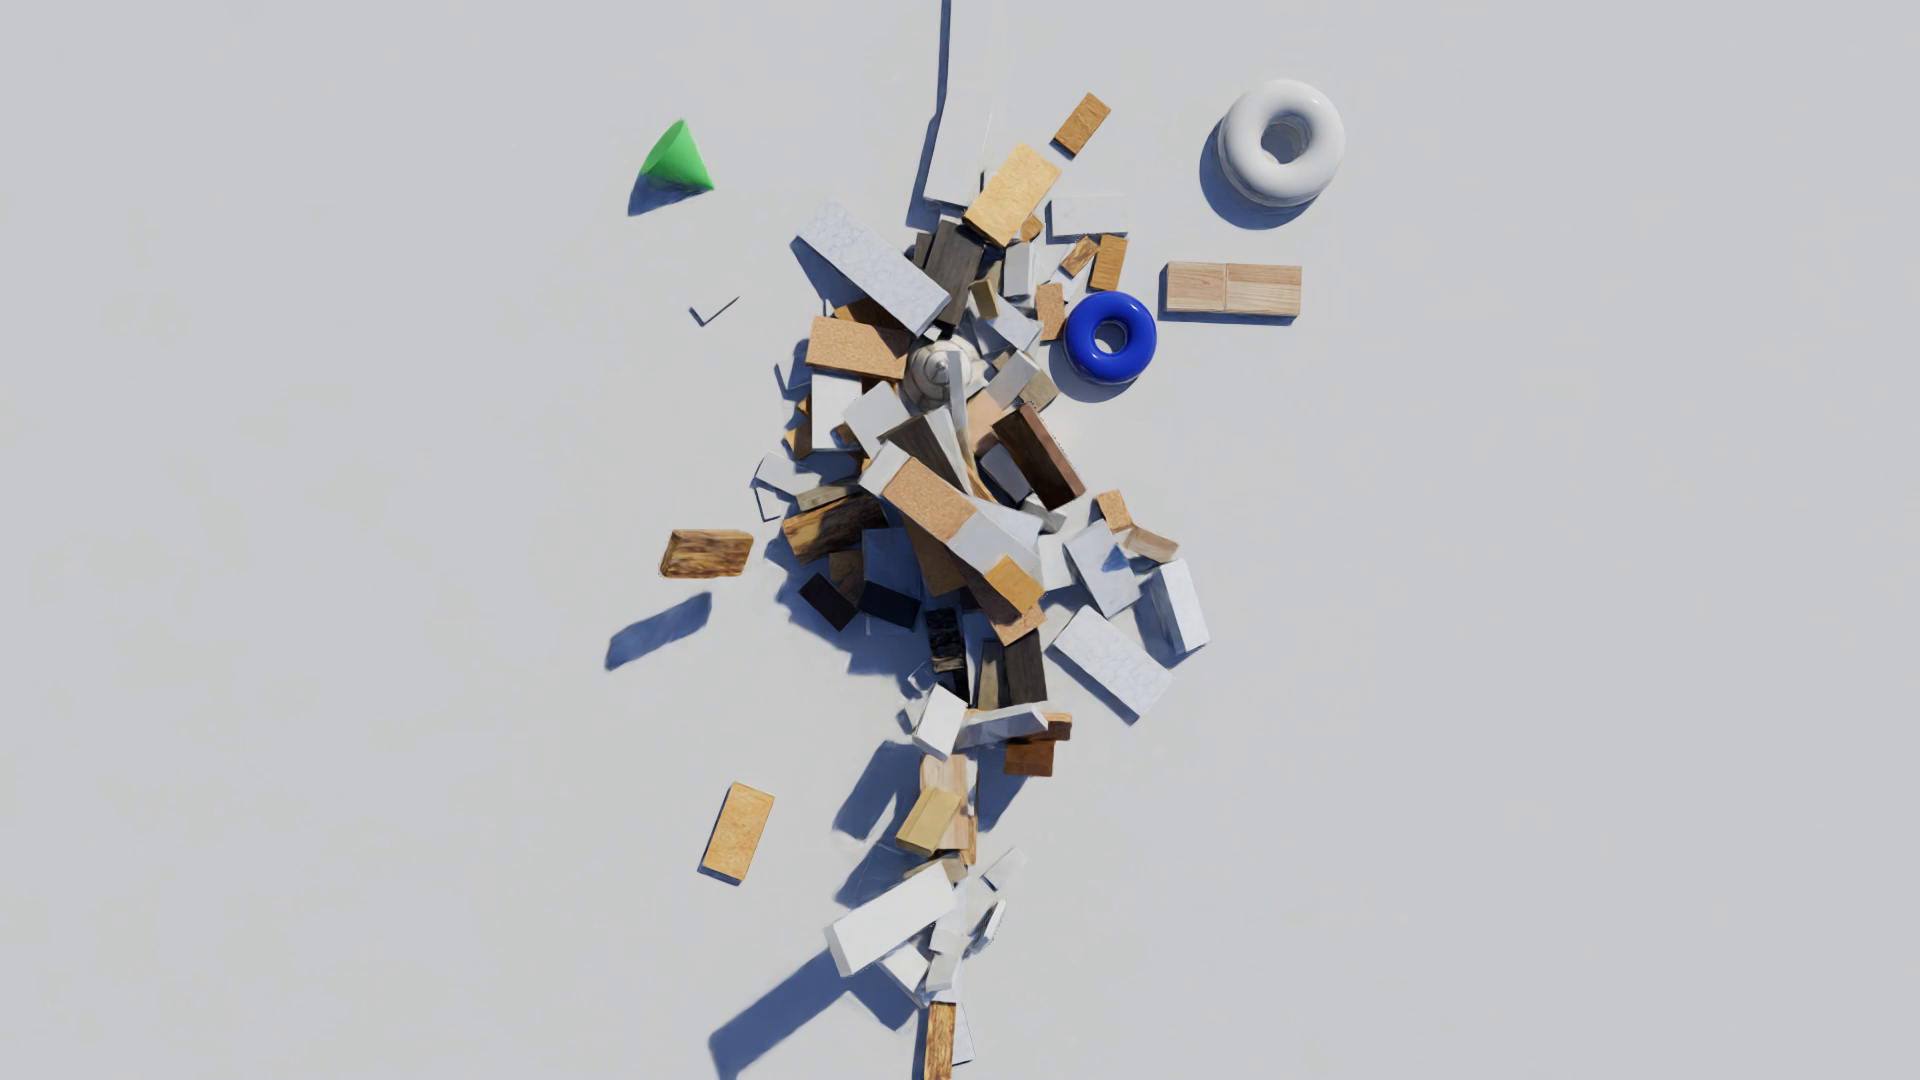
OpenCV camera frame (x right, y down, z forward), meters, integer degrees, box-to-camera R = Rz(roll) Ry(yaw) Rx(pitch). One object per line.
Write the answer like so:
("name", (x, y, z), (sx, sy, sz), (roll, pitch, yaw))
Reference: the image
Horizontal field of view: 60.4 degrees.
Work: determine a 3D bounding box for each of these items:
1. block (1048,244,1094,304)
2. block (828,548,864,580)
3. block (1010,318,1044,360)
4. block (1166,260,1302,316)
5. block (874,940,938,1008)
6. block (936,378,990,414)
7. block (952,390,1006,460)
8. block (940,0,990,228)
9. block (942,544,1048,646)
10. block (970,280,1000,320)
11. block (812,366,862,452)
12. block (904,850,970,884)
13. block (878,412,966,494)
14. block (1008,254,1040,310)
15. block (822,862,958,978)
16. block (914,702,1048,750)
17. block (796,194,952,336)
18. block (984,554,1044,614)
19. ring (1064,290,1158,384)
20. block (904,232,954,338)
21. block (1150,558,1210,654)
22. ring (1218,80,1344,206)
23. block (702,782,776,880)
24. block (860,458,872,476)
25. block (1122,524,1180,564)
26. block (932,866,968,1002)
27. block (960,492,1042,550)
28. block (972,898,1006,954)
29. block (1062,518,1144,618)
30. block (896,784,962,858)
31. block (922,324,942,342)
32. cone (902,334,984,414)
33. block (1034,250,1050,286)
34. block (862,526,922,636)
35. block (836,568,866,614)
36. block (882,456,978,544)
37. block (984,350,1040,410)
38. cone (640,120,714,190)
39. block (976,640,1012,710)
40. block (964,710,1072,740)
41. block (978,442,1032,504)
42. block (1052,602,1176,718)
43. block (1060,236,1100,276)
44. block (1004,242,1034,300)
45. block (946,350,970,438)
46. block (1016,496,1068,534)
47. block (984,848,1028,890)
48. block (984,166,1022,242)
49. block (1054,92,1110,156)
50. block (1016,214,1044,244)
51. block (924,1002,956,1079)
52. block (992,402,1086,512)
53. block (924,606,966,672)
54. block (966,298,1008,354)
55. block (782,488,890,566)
("block", (0.365, -0.888, 5.487), (0.089, 0.025, 0.178), (30, 90, 0))
("block", (-0.337, 0.077, 5.464), (0.190, 0.027, 0.095), (-6, 101, -9))
("block", (0.215, -0.643, 5.468), (0.090, 0.026, 0.181), (14, 102, 0))
("block", (0.908, -0.835, 5.477), (0.440, 0.046, 0.161), (2, 90, 0))
("block", (-0.166, 1.396, 5.362), (0.235, 0.033, 0.117), (45, 51, -3))
("block", (-0.072, -0.401, 5.392), (0.382, 0.111, 0.031), (-37, 89, 16))
("block", (0.071, -0.377, 5.420), (0.159, 0.159, 0.159), (-44, 90, 0))
("block", (0.026, -1.591, 5.457), (0.126, 0.036, 1.187), (3, 90, 0))
("block", (0.092, 0.102, 5.185), (0.159, 0.045, 0.452), (-32, 102, -1))
("block", (0.081, -0.782, 5.372), (0.064, 0.018, 0.128), (-7, 116, 27))
("block", (-0.405, -0.452, 5.407), (0.161, 0.046, 0.322), (0, 79, -6))
("block", (-0.077, 1.089, 5.364), (0.191, 0.027, 0.095), (-25, 88, 2))
("block", (-0.112, -0.220, 5.125), (0.159, 0.045, 0.318), (-30, 111, -1))
("block", (0.207, -0.854, 5.449), (0.090, 0.026, 0.181), (2, 80, 30))
("block", (-0.203, 1.151, 5.050), (0.043, 0.647, 0.152), (-26, 84, 28))
("block", (0.064, 0.608, 5.304), (0.418, 0.123, 0.035), (-15, 49, 22))
("block", (-0.284, -0.898, 5.391), (0.559, 0.048, 0.168), (42, 91, 18))
("block", (0.170, 0.138, 5.088), (0.099, 0.028, 0.199), (-45, 129, 2))
("ring", (0.497, -0.668, 5.446), (0.313, 0.104, 0.313), (0, 88, -2))
("block", (-0.084, -0.841, 5.436), (0.161, 0.046, 0.322), (8, 85, -4))
("block", (0.727, 0.215, 5.433), (0.041, 0.145, 0.291), (-18, 90, 43))
("ring", (1.059, -1.306, 5.432), (0.417, 0.139, 0.417), (0, 91, 1))
("block", (-0.734, 0.966, 5.479), (0.145, 0.041, 0.291), (21, 90, 0))
("block", (-0.240, -0.212, 5.073), (0.122, 0.017, 0.061), (8, 115, -6))
("block", (0.624, 0.016, 5.386), (0.023, 0.261, 0.081), (37, 101, 38))
("block", (-0.029, 1.248, 5.444), (0.095, 0.027, 0.539), (3, 86, 1))
("block", (0.097, -0.039, 5.094), (0.291, 0.041, 0.145), (16, 101, -21))
("block", (0.095, 1.264, 5.402), (0.025, 0.177, 0.089), (34, 126, -1))
("block", (0.472, 0.094, 5.413), (0.152, 0.043, 0.304), (-32, 115, -3))
("block", (-0.099, 0.890, 5.232), (0.123, 0.247, 0.035), (17, 130, 16))
("block", (-0.110, -0.690, 5.392), (0.092, 0.013, 0.046), (30, 83, -2))
("cone", (-0.059, -0.557, 5.360), (0.280, 0.280, 0.280), (0, 90, 0))
("block", (0.253, -0.902, 5.492), (0.054, 0.015, 0.107), (-29, 90, 0))
("block", (-0.226, 0.135, 5.439), (0.174, 0.049, 0.348), (-3, 92, -19))
("block", (-0.308, 0.188, 5.461), (0.190, 0.027, 0.095), (40, 90, -16))
("block", (-0.079, -0.108, 4.992), (0.291, 0.041, 0.145), (39, 98, -8))
("block", (0.168, -0.527, 5.431), (0.095, 0.027, 0.190), (40, 120, -2))
("cone", (-0.896, -1.227, 5.450), (0.224, 0.224, 0.224), (37, 90, -27))
("block", (0.125, 0.444, 5.323), (0.117, 0.033, 0.235), (5, 100, -5))
("block", (0.129, 0.597, 5.343), (0.458, 0.117, 0.033), (2, 53, 1))
("block", (0.189, -0.251, 5.407), (0.184, 0.184, 0.184), (-43, 91, 0))
("block", (0.510, 0.398, 5.475), (0.386, 0.049, 0.174), (40, 90, 0))
("block", (0.398, -0.939, 5.466), (0.064, 0.018, 0.128), (42, 90, 0))
("block", (0.193, -0.888, 5.434), (0.091, 0.026, 0.182), (-4, 76, 29))
("block", (-0.003, -0.432, 5.297), (0.046, 0.013, 0.360), (2, 110, 21))
("block", (0.266, -0.083, 5.446), (0.161, 0.023, 0.081), (21, 126, -16))
("block", (0.152, 1.093, 5.490), (0.137, 0.019, 0.068), (-42, 90, 0))
("block", (0.141, -1.112, 5.463), (0.126, 0.036, 0.251), (1, 84, 5))
("block", (0.406, -1.384, 5.487), (0.095, 0.027, 0.190), (38, 90, 0))
("block", (0.224, -1.023, 5.475), (0.107, 0.015, 0.054), (-45, 91, 0))
("block", (-0.051, 1.464, 5.457), (0.089, 0.025, 0.900), (4, 86, 1))
("block", (0.249, -0.260, 5.227), (0.048, 0.168, 0.336), (-37, 96, -34))
("block", (-0.050, 0.323, 5.366), (0.099, 0.028, 0.199), (-10, 90, 0))
("block", (0.090, -0.717, 5.467), (0.091, 0.026, 0.182), (-18, 102, 3))
("block", (-0.408, -0.047, 5.437), (0.321, 0.046, 0.161), (-23, 123, 0))
